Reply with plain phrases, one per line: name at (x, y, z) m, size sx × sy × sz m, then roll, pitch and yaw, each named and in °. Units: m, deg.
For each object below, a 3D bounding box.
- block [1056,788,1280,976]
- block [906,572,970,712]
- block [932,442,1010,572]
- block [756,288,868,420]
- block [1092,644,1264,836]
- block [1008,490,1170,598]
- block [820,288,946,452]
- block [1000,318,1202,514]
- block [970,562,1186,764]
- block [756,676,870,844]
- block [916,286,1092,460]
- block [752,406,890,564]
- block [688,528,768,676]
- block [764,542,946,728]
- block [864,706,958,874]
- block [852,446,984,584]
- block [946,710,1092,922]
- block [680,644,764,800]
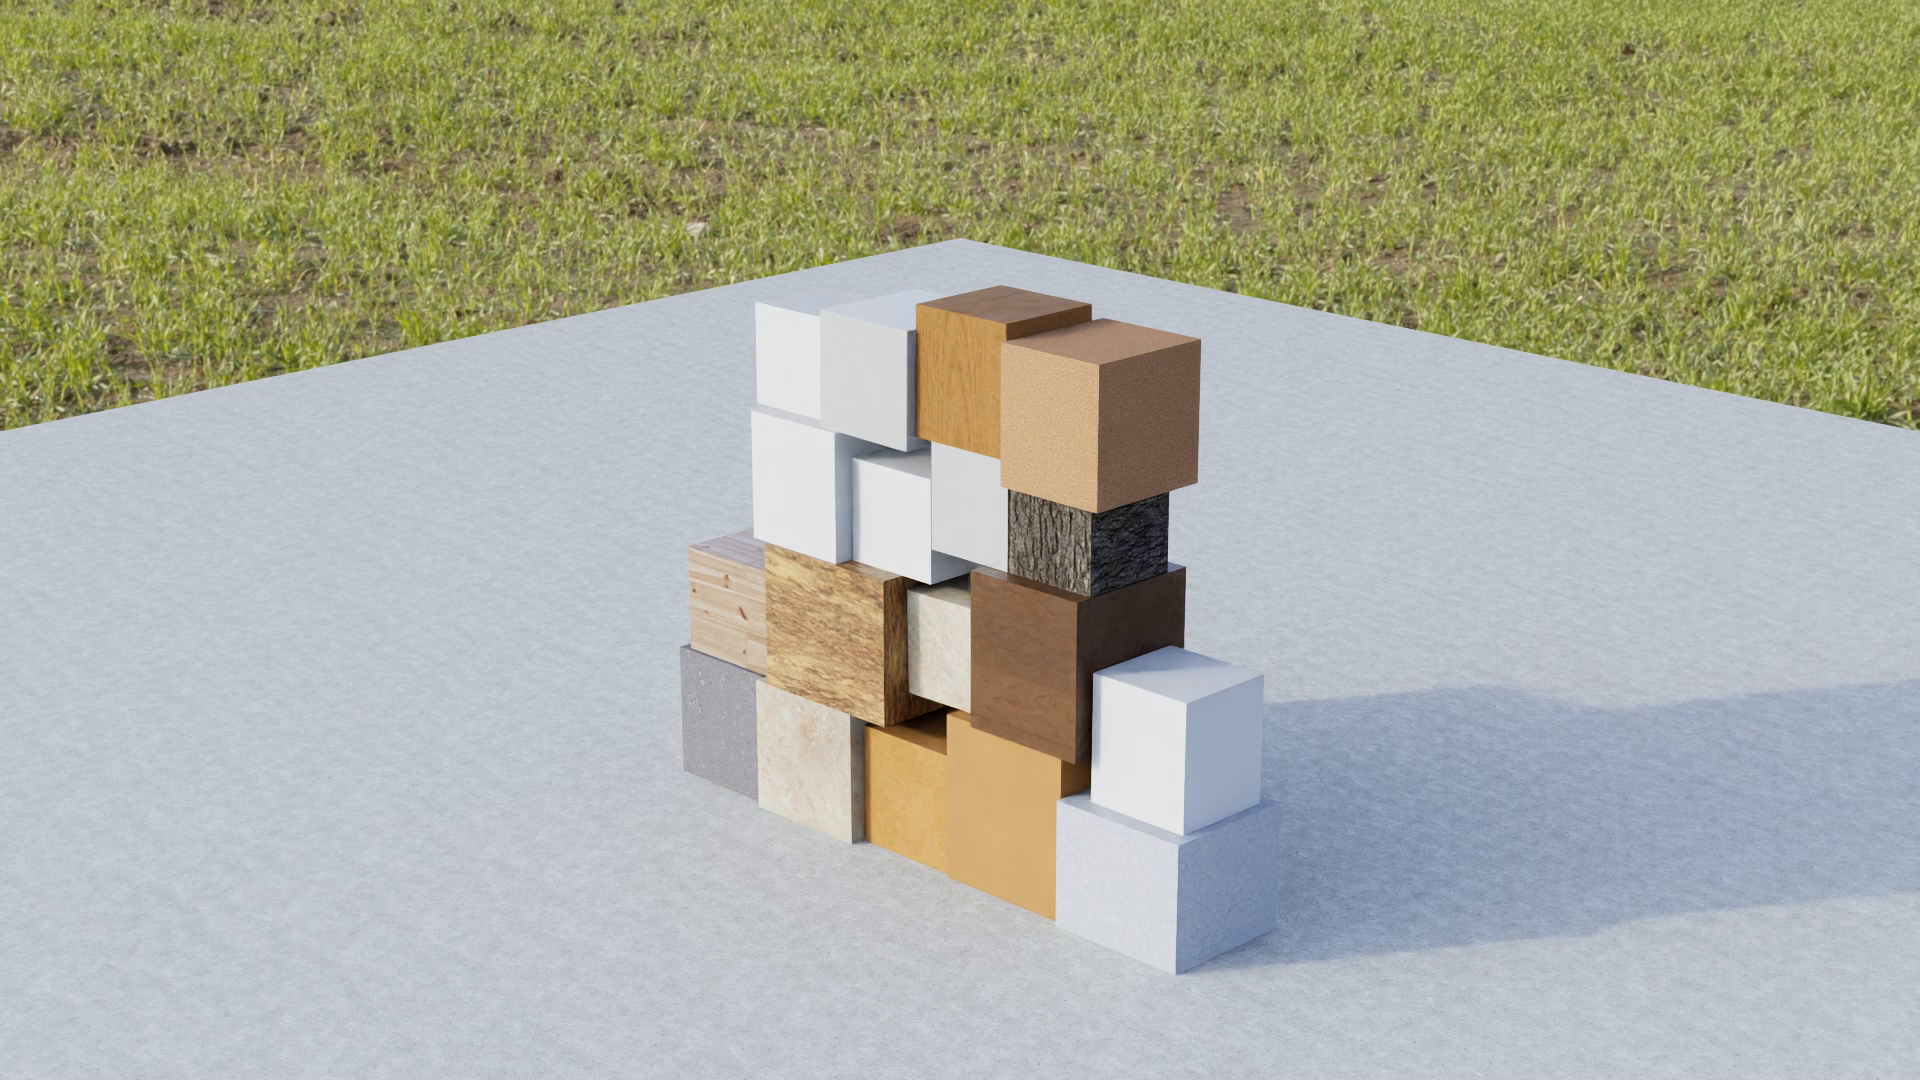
block at (0.906, 1.420, 12.833) m, size 0.674 × 0.596 × 0.698 m, roll -17°, pitch 24°, yaw -42°
block at (0.109, 0.463, 13.397) m, size 0.475 × 0.495 × 0.510 m, roll -17°, pitch 23°, yaw -42°
block at (0.211, -0.202, 13.046) m, size 0.483 × 0.507 × 0.469 m, roll -17°, pitch 24°, yaw -42°
block at (-0.614, -0.868, 13.692) m, size 0.438 × 0.485 × 0.522 m, roll -17°, pitch 24°, yaw -42°
block at (0.935, 0.856, 12.639) m, size 0.507 × 0.597 × 0.527 m, roll -17°, pitch 24°, yaw -42°
block at (0.560, -0.052, 12.740) m, size 0.500 × 0.403 × 0.481 m, roll -17°, pitch 24°, yaw -42°
block at (-0.219, -0.779, 13.309) m, size 0.610 × 0.550 × 0.565 m, roll -17°, pitch 25°, yaw -42°
block at (0.602, -0.543, 12.565) m, size 0.646 × 0.639 × 0.563 m, roll -17°, pitch 24°, yaw -42°
block at (0.520, 0.474, 12.960) m, size 0.704 × 0.733 × 0.635 m, roll -17°, pitch 24°, yaw -42°
block at (-0.474, 0.970, 14.167) m, size 0.761 × 0.654 × 0.659 m, roll -17°, pitch 24°, yaw -42°
block at (0.192, -0.744, 12.917) m, size 0.551 × 0.605 × 0.539 m, roll 16°, pitch 24°, yaw 42°
block at (-0.535, -0.318, 13.788) m, size 0.669 × 0.622 × 0.571 m, roll -17°, pitch 24°, yaw -42°
block at (-0.905, 0.290, 14.352) m, size 0.552 × 0.528 × 0.640 m, roll -17°, pitch 24°, yaw -42°
block at (-0.369, 0.359, 13.847) m, size 0.743 × 0.704 × 0.808 m, roll -17°, pitch 24°, yaw -42°
block at (-0.058, 1.143, 13.740) m, size 0.539 × 0.581 × 0.560 m, roll -17°, pitch 24°, yaw -42°
block at (-0.137, -0.140, 13.443) m, size 0.497 × 0.491 × 0.513 m, roll -17°, pitch 24°, yaw -42°
block at (0.416, 1.171, 13.293) m, size 0.638 × 0.795 × 0.703 m, roll -17°, pitch 24°, yaw -42°
block at (-0.934, 0.834, 14.597) m, size 0.663 × 0.656 × 0.608 m, roll -17°, pitch 24°, yaw -42°
